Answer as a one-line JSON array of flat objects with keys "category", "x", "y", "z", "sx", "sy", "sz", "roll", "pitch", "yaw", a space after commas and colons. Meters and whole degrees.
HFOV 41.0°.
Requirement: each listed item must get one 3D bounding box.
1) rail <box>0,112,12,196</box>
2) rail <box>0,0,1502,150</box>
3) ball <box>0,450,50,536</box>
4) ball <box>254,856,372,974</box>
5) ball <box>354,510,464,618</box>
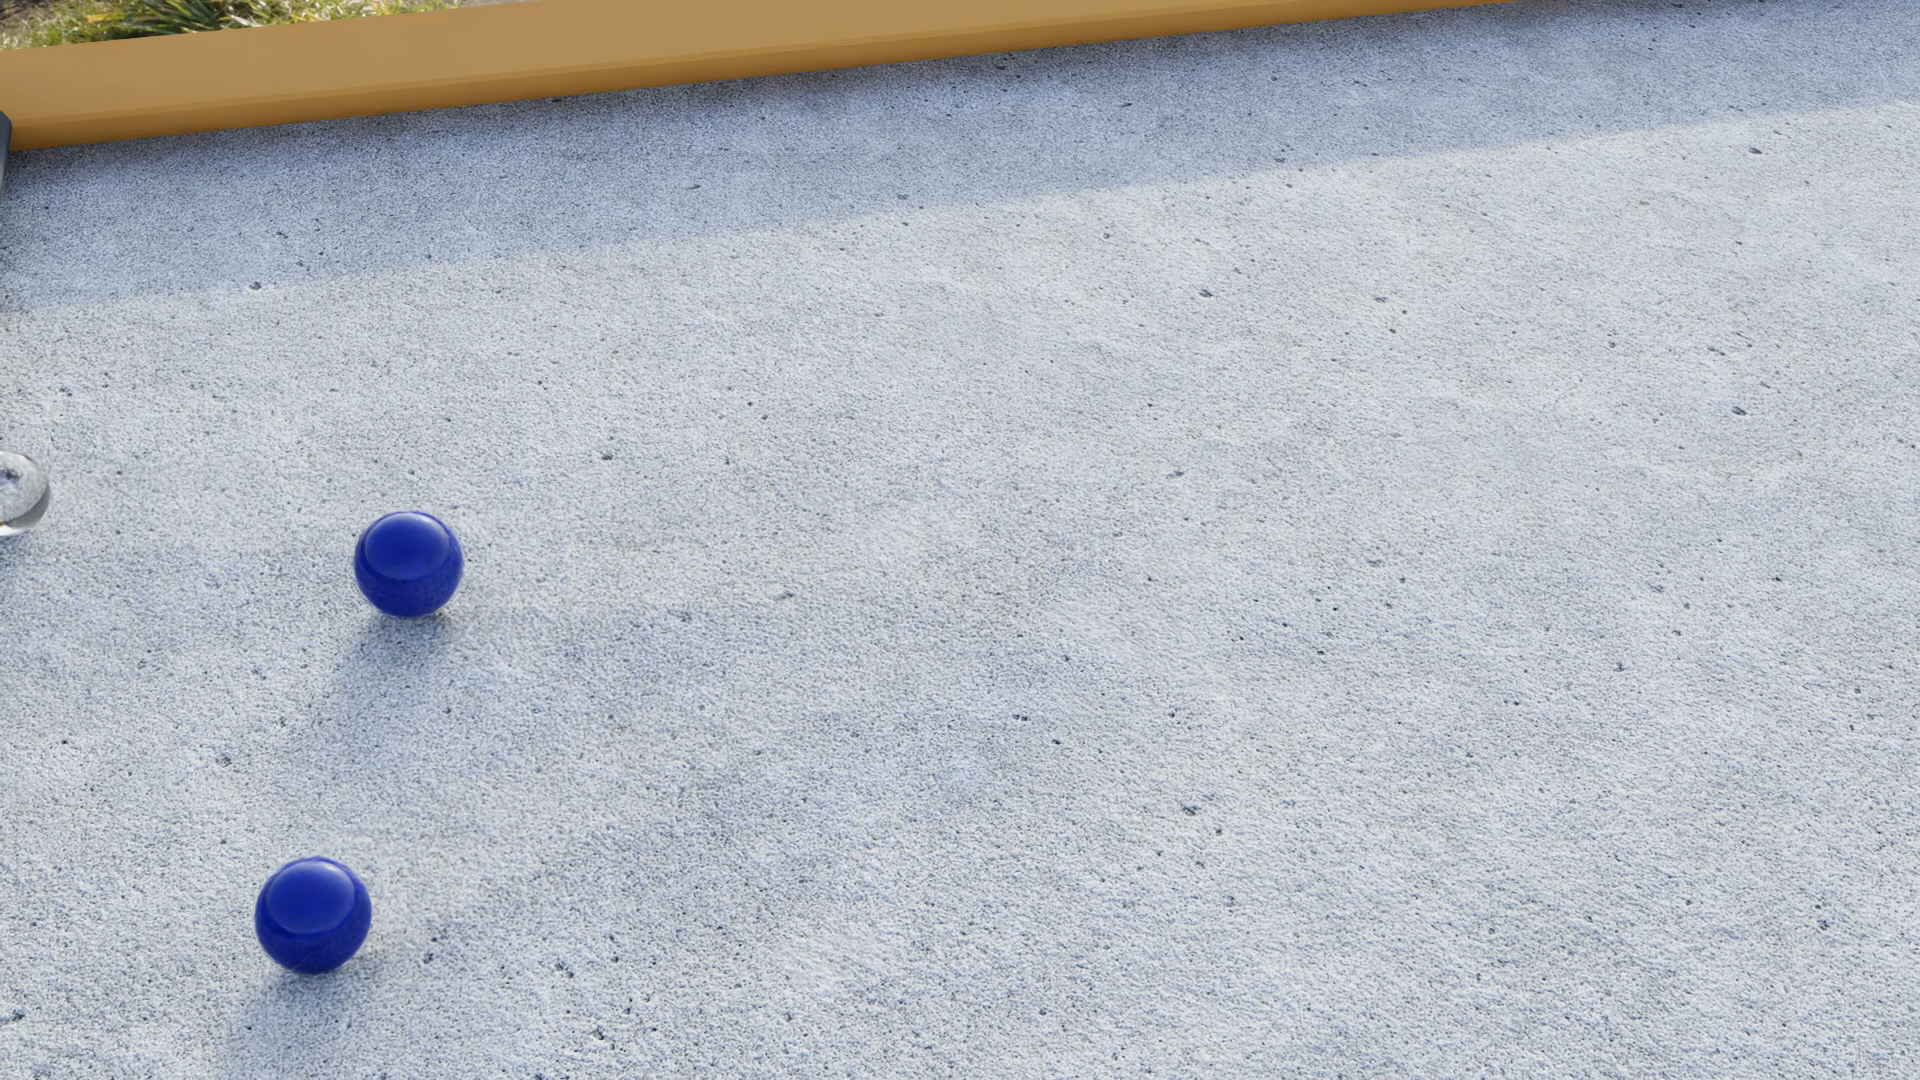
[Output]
[{"category": "rail", "x": -0.627, "y": 0.072, "z": 1.504, "sx": 0.045, "sy": 0.088, "sz": 1.514, "roll": -8, "pitch": 37, "yaw": -11}, {"category": "rail", "x": 0.485, "y": -0.518, "z": 2.323, "sx": 2.669, "sy": 0.088, "sz": 0.045, "roll": -8, "pitch": 37, "yaw": -11}, {"category": "ball", "x": -0.624, "y": -0.031, "z": 1.675, "sx": 0.057, "sy": 0.057, "sz": 0.057, "roll": 0, "pitch": 36, "yaw": 0}, {"category": "ball", "x": -0.341, "y": 0.198, "z": 1.355, "sx": 0.061, "sy": 0.061, "sz": 0.061, "roll": 0, "pitch": 36, "yaw": 0}, {"category": "ball", "x": -0.344, "y": 0.015, "z": 1.603, "sx": 0.068, "sy": 0.068, "sz": 0.068, "roll": 0, "pitch": 36, "yaw": 0}]
